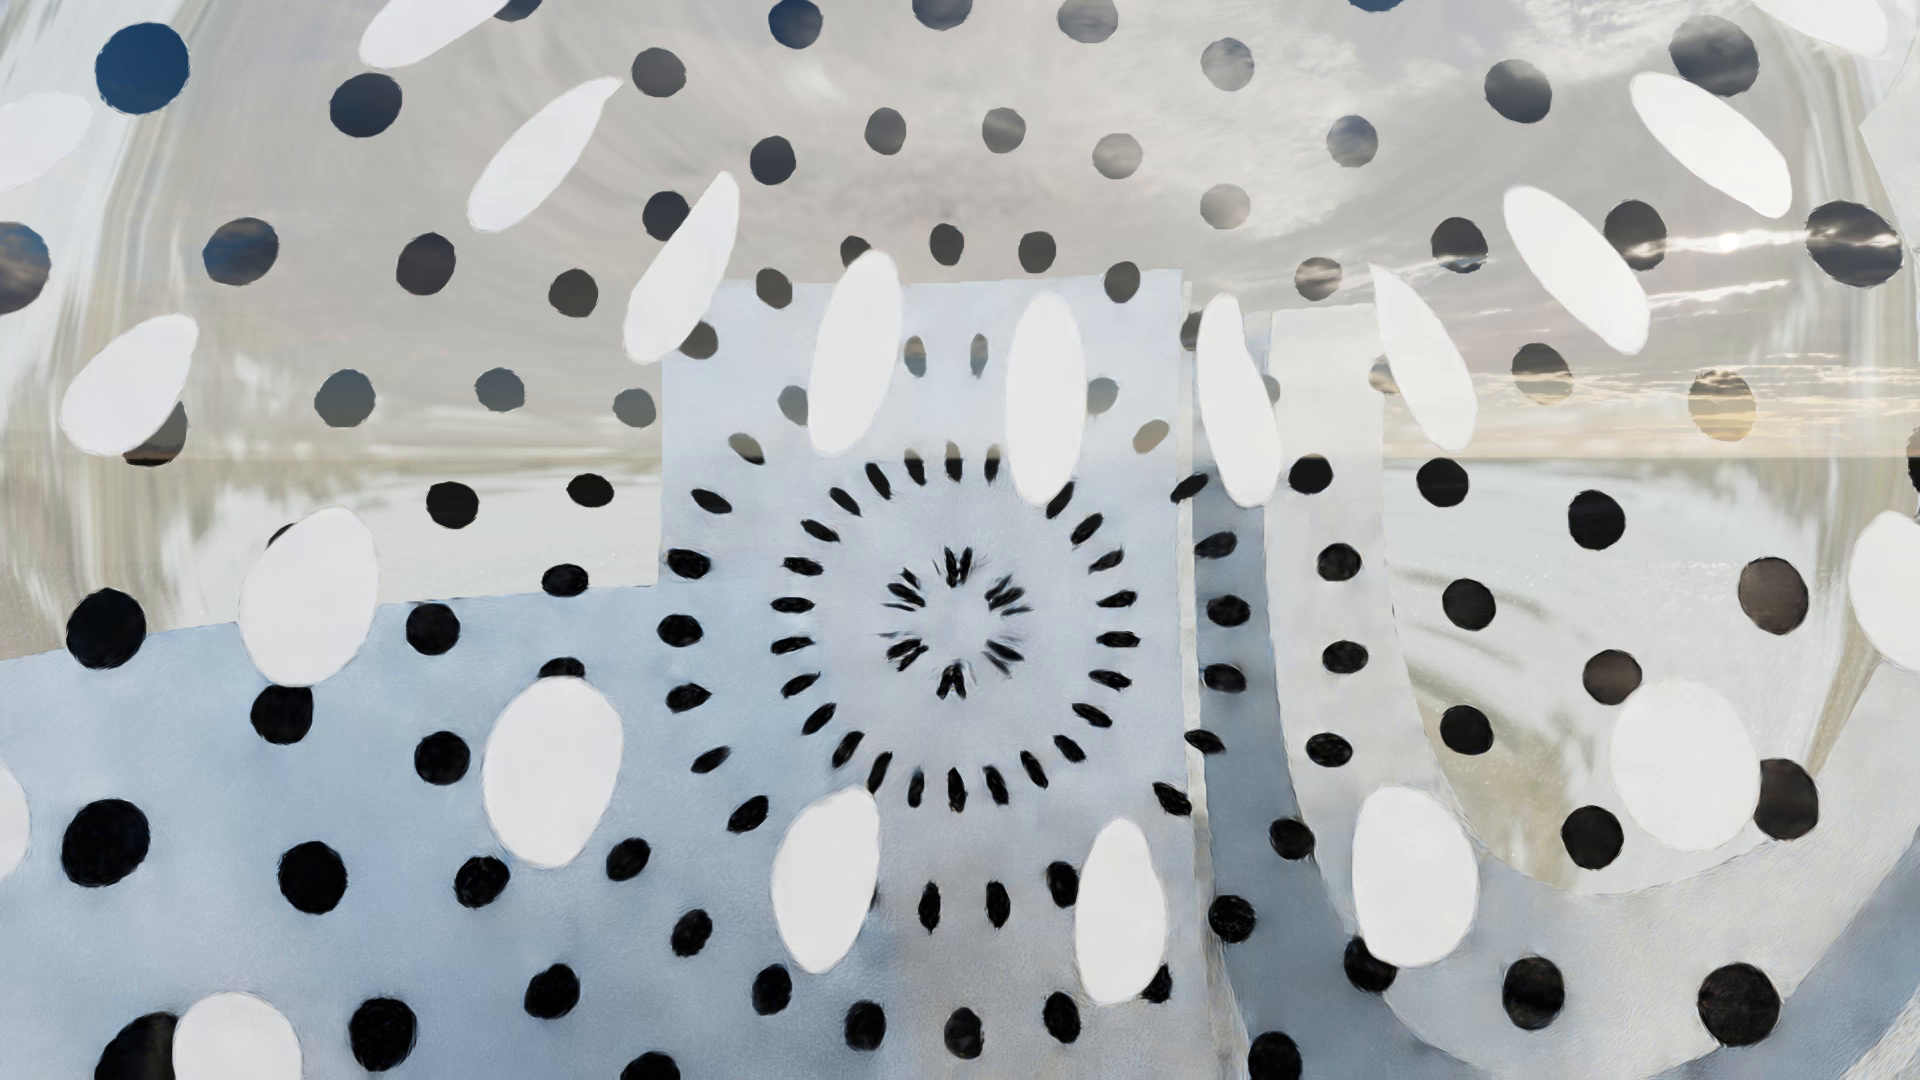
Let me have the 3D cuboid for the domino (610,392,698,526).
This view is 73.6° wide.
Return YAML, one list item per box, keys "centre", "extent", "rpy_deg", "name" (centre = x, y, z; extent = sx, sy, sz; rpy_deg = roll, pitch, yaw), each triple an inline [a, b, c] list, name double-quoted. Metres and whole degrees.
- centre: [-0.046, 0.003, 0.198]
  extent: [0.009, 0.050, 0.025]
  rpy_deg: [0, 4, -5]
  name: "domino"

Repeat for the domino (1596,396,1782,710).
- centre: [0.122, 0.001, 0.217]
  extent: [0.010, 0.050, 0.025]
  rpy_deg: [-2, 5, -22]
  name: "domino"

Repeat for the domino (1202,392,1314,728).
- centre: [0.046, 0.002, 0.203]
  extent: [0.009, 0.050, 0.025]
  rpy_deg: [0, 4, -4]
  name: "domino"

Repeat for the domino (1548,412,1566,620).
- centre: [0.133, -0.005, 0.307]
  extent: [0.025, 0.050, 0.010]
  rpy_deg: [-3, 5, -37]
  name: "domino"

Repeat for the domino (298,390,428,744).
- centre: [-0.089, 0.003, 0.193]
  extent: [0.009, 0.050, 0.025]
  rpy_deg: [-1, 4, -9]
  name: "domino"

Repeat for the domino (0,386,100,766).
- centre: [-0.129, 0.004, 0.181]
  extent: [0.009, 0.050, 0.025]
  rpy_deg: [-2, 5, -30]
  name: "domino"

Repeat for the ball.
- centre: [0.001, -0.003, 0.051]
  extent: [0.080, 0.080, 0.080]
  rpy_deg: [0, 4, 0]
  name: "ball"

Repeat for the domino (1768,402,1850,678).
- centre: [0.150, -0.001, 0.241]
  extent: [0.025, 0.050, 0.009]
  rpy_deg: [2, 5, 26]
  name: "domino"

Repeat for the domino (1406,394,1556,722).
- centre: [0.083, 0.002, 0.207]
  extent: [0.009, 0.050, 0.025]
  rpy_deg: [-1, 4, -9]
  name: "domino"

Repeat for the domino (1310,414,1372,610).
- centre: [0.099, -0.008, 0.339]
  extent: [0.009, 0.050, 0.025]
  rpy_deg: [3, 5, 35]
  name: "domino"

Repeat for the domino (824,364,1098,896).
- centre: [0.000, 0.008, 0.123]
  extent: [0.025, 0.050, 0.010]
  rpy_deg: [-2, -22, 7]
  name: "domino"

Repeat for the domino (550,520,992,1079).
- centre: [-0.015, 0.018, 0.096]
  extent: [0.025, 0.009, 0.050]
  rpy_deg: [-1, 38, -11]
  name: "domino"

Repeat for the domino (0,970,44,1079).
- centre: [-0.053, 0.012, 0.049]
  extent: [0.009, 0.050, 0.025]
  rpy_deg: [-26, -8, -10]
  name: "domino"

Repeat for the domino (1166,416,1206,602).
- centre: [0.063, -0.009, 0.356]
  extent: [0.009, 0.050, 0.025]
  rpy_deg: [1, 4, 13]
  name: "domino"

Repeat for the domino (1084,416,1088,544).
- centre: [0.022, -0.009, 0.350]
  extent: [0.009, 0.050, 0.025]
  rpy_deg: [-4, 6, -41]
  name: "domino"

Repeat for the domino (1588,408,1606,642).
- centre: [0.150, -0.003, 0.278]
  extent: [0.025, 0.050, 0.009]
  rpy_deg: [-2, 5, -22]
  name: "domino"
